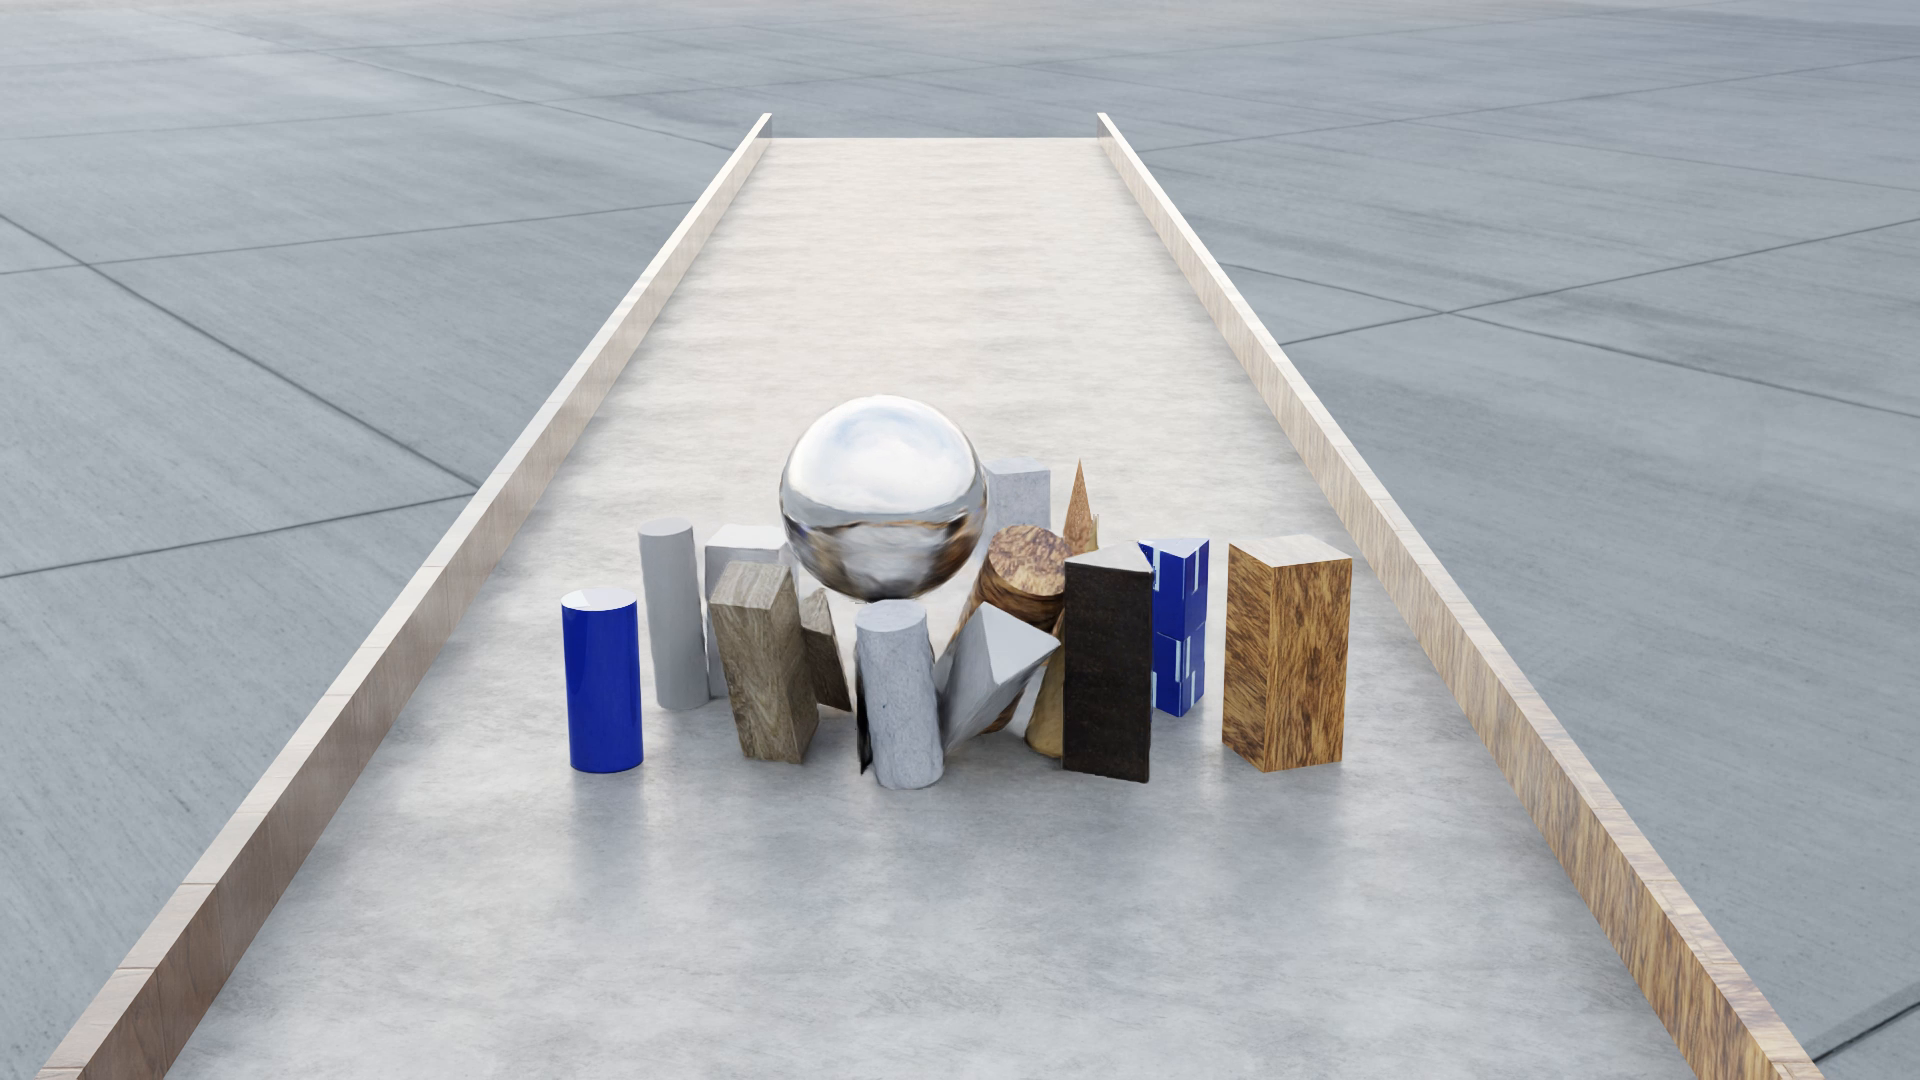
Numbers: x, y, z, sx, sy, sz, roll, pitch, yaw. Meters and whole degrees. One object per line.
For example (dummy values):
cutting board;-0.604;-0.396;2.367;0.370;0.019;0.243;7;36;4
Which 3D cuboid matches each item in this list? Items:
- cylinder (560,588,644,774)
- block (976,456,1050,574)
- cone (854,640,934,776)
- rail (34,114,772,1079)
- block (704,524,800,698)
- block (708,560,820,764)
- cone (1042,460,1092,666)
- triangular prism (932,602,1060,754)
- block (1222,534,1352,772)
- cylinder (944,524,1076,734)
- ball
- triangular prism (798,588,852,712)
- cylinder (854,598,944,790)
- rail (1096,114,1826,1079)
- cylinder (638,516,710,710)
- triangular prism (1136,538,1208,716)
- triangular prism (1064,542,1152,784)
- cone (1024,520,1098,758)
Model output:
cylinder;-0.628;0.247;3.866;0.131;0.302;0.131;0;17;0
block;0.112;-0.002;4.663;0.120;0.324;0.120;-6;17;-18
cone;-0.150;0.317;4.024;0.156;0.156;0.423;2;27;6
rail;-1.118;-0.838;7.780;0.050;0.150;12.000;0;17;-1
block;-0.397;0.138;4.228;0.144;0.303;0.144;3;17;10
block;-0.337;0.215;3.823;0.109;0.373;0.109;6;42;15
cone;0.235;0.036;4.371;0.166;0.418;0.166;0;17;0
triangular prism;0.020;0.233;3.804;0.148;0.128;0.345;-31;-13;-32
block;0.577;0.198;3.897;0.157;0.378;0.157;-6;18;-20
cylinder;0.076;0.164;3.942;0.163;0.394;0.163;11;46;-11
ball;-0.135;-0.072;3.869;0.369;0.369;0.369;0;17;0
triangular prism;-0.244;0.196;3.998;0.093;0.081;0.364;16;-24;11
cylinder;-0.102;0.265;3.768;0.121;0.307;0.121;-5;25;2
rail;0.932;-0.844;7.801;0.050;0.150;12.000;0;17;-1
cylinder;-0.537;0.139;4.132;0.102;0.351;0.102;-3;20;1
triangular prism;0.419;0.156;4.155;0.121;0.312;0.139;-12;20;-34
triangular prism;0.278;0.206;3.830;0.156;0.391;0.135;8;22;22
cone;0.214;0.160;3.901;0.150;0.434;0.150;6;17;-2
